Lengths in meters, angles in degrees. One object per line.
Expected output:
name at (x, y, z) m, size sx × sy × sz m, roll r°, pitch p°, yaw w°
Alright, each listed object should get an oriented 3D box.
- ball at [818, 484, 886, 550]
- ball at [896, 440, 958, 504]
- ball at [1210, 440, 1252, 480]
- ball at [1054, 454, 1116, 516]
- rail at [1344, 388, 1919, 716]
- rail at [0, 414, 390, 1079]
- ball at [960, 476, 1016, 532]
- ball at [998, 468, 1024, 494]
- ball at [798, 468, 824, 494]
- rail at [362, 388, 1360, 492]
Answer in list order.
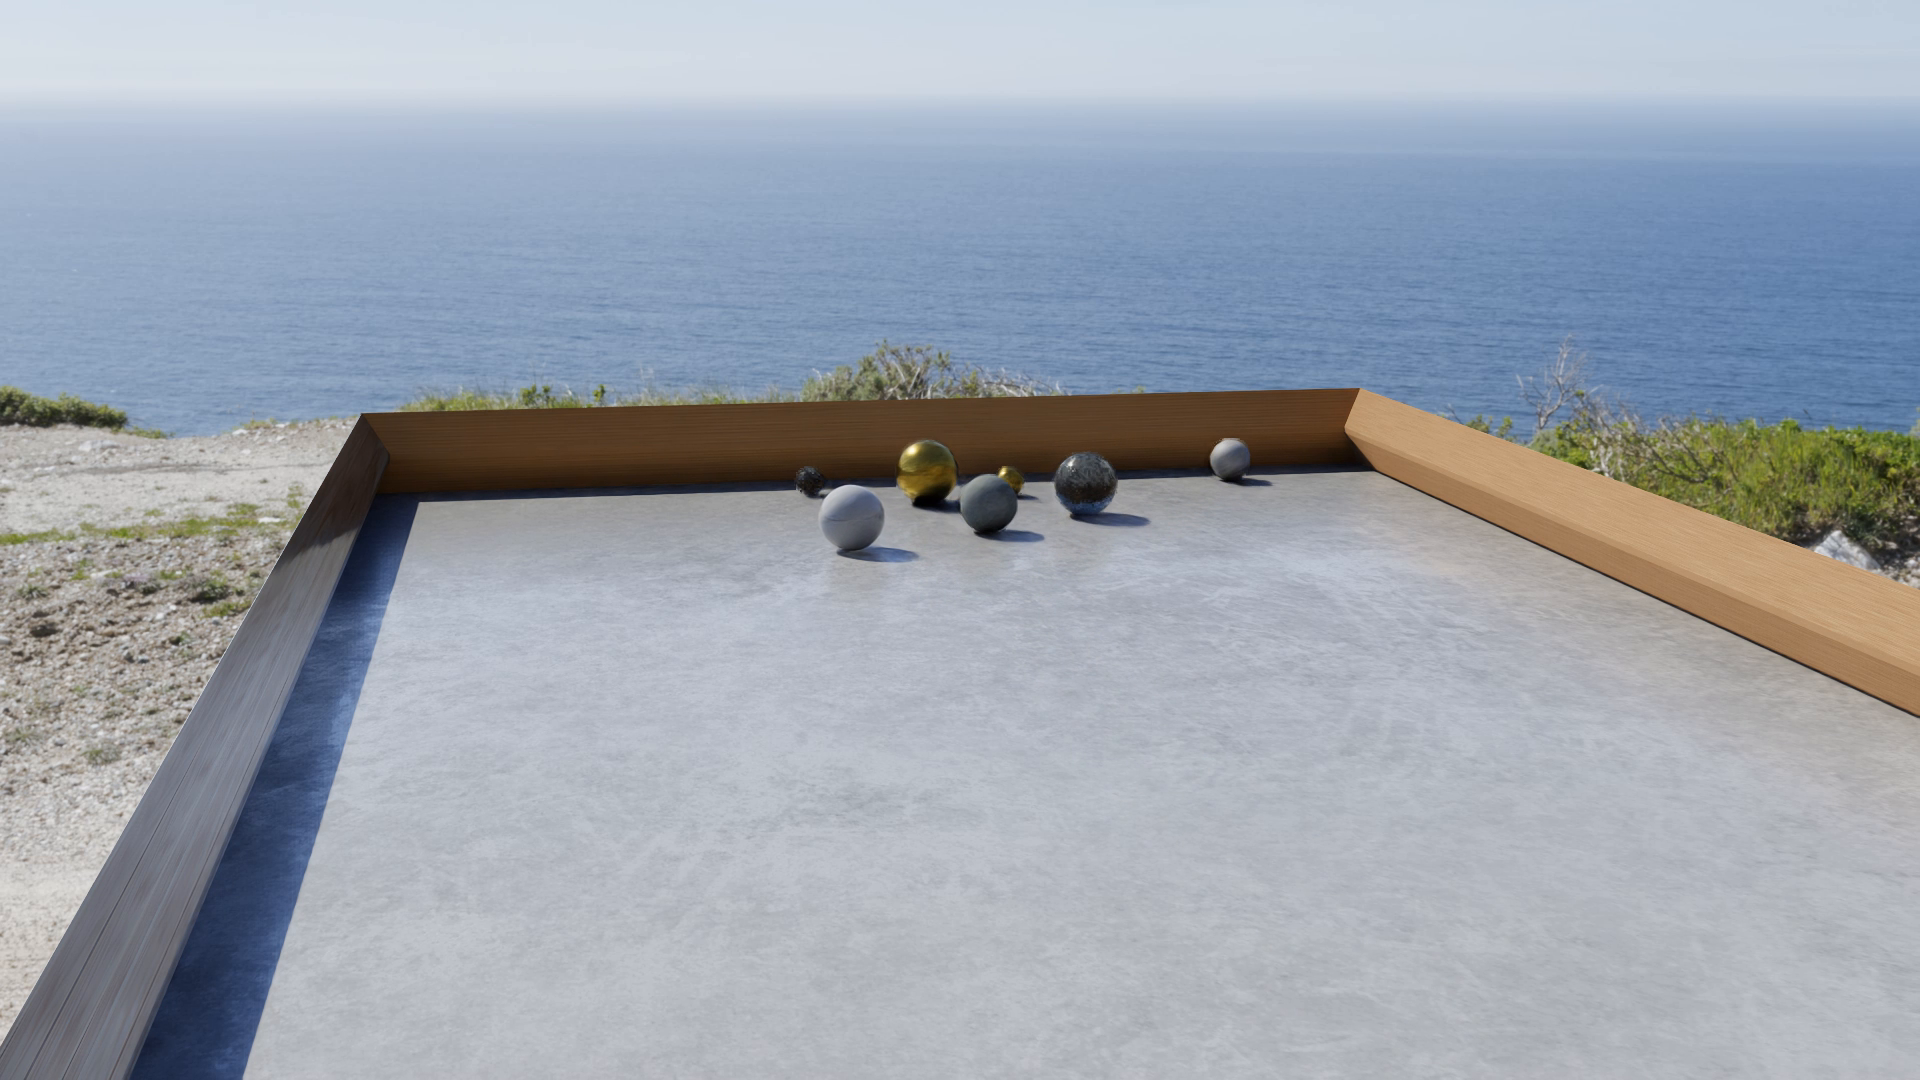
ball at (-0.152, -0.031, 3.090) m, size 0.093 × 0.093 × 0.093 m, roll 0°, pitch 11°, yaw 0°
ball at (-0.052, -0.106, 3.444) m, size 0.099 × 0.099 × 0.099 m, roll 0°, pitch 11°, yaw 0°
ball at (0.450, -0.133, 3.656) m, size 0.068 × 0.068 × 0.068 m, roll 0°, pitch 11°, yaw 0°
ball at (0.190, -0.084, 3.344) m, size 0.096 × 0.096 × 0.096 m, roll 0°, pitch 11°, yaw 0°
rail at (0.935, 0.083, 2.436) m, size 0.045 × 0.129 × 2.880 m, roll -2°, pitch 12°, yaw -10°
rail at (-0.673, 0.142, 2.144) m, size 0.045 × 0.129 × 2.880 m, roll -2°, pitch 12°, yaw -10°
ball at (0.041, -0.053, 3.219) m, size 0.084 × 0.084 × 0.084 m, roll 0°, pitch 11°, yaw 0°
ball at (0.079, -0.093, 3.517) m, size 0.045 × 0.045 × 0.045 m, roll 0°, pitch 11°, yaw 0°
ball at (-0.239, -0.094, 3.524) m, size 0.043 × 0.043 × 0.043 m, roll 0°, pitch 11°, yaw 0°
rail at (-0.127, -0.165, 3.655) m, size 1.683 × 0.129 × 0.045 m, roll -2°, pitch 12°, yaw -10°
